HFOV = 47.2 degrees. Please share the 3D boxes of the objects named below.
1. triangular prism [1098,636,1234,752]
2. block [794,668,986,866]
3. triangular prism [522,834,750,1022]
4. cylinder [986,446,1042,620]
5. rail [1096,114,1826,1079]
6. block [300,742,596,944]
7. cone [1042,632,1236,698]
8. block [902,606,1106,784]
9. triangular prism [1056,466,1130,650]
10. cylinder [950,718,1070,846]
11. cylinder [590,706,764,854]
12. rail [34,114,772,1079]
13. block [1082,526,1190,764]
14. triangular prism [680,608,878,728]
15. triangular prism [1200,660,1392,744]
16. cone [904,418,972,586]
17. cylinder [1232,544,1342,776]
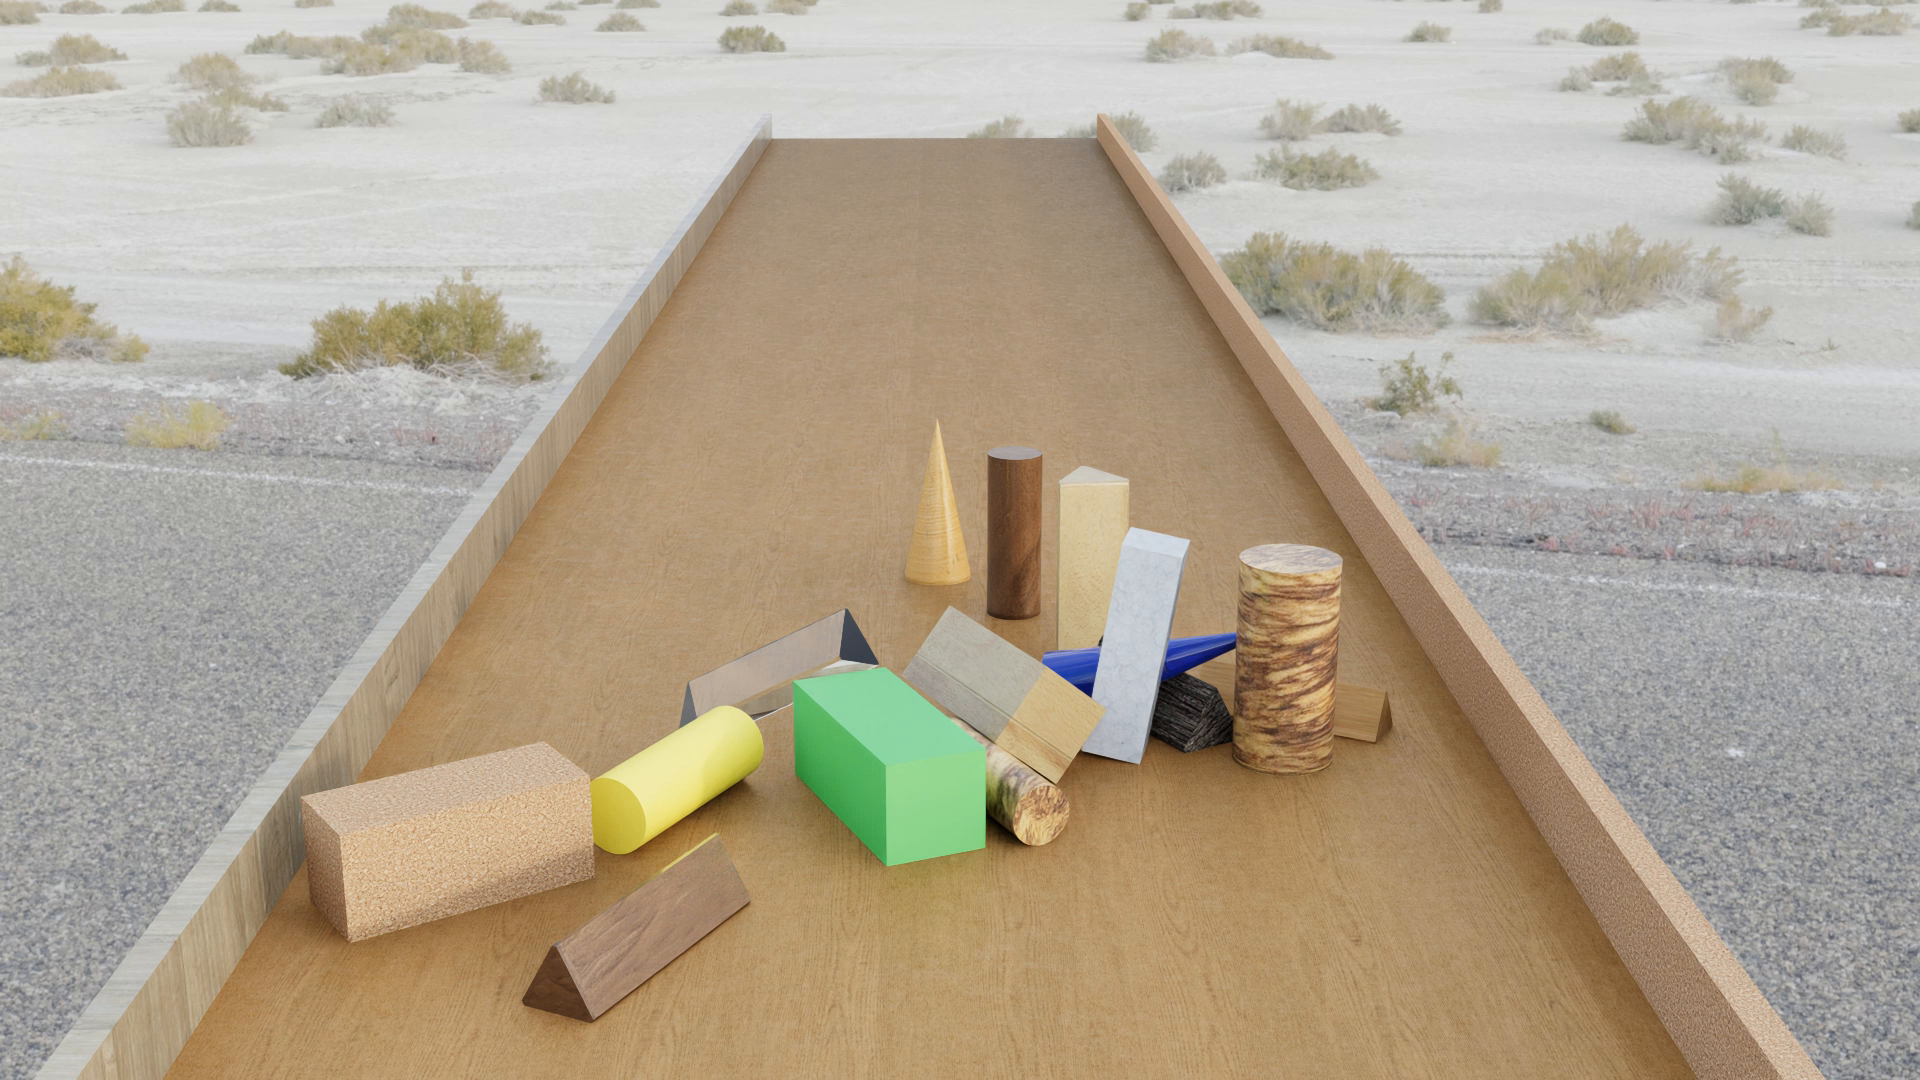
[{"bbox_3d":[0.366,0.276,4.093,0.128,0.111,0.341,-10,19,-31],"label":"triangular prism"},{"bbox_3d":[-0.124,0.371,3.678,0.172,0.172,0.418,-7,18,-23],"label":"block"},{"bbox_3d":[-0.463,0.549,3.192,0.118,0.102,0.414,8,18,25],"label":"triangular prism"},{"bbox_3d":[0.115,-0.015,4.662,0.116,0.351,0.116,0,17,0],"label":"cylinder"},{"bbox_3d":[0.932,-0.844,7.801,0.050,0.150,12.000,0,17,-1],"label":"rail"},{"bbox_3d":[-0.784,0.458,3.384,0.396,0.172,0.172,-11,20,-33],"label":"block"},{"bbox_3d":[0.377,0.216,4.007,0.431,0.143,0.143,-17,12,16],"label":"cone"},{"bbox_3d":[0.074,0.271,3.929,0.156,0.156,0.371,36,-4,-31],"label":"block"},{"bbox_3d":[0.254,0.051,4.390,0.139,0.380,0.120,-2,17,-7],"label":"triangular prism"},{"bbox_3d":[0.055,0.402,3.695,0.104,0.104,0.340,-8,18,-25],"label":"cylinder"},{"bbox_3d":[-0.477,0.396,3.668,0.130,0.130,0.358,8,18,25],"label":"cylinder"},{"bbox_3d":[-1.118,-0.838,7.780,0.050,0.150,12.000,0,17,-1],"label":"rail"},{"bbox_3d":[0.310,0.187,3.884,0.107,0.393,0.107,13,19,9],"label":"block"},{"bbox_3d":[-0.334,0.234,3.905,0.369,0.100,0.115,-25,-21,27],"label":"triangular prism"},{"bbox_3d":[0.619,0.290,4.092,0.357,0.086,0.099,9,19,28],"label":"triangular prism"},{"bbox_3d":[-0.050,-0.095,4.908,0.152,0.365,0.152,0,17,0],"label":"cone"},{"bbox_3d":[0.575,0.210,3.871,0.178,0.371,0.178,0,17,0],"label":"cylinder"}]
